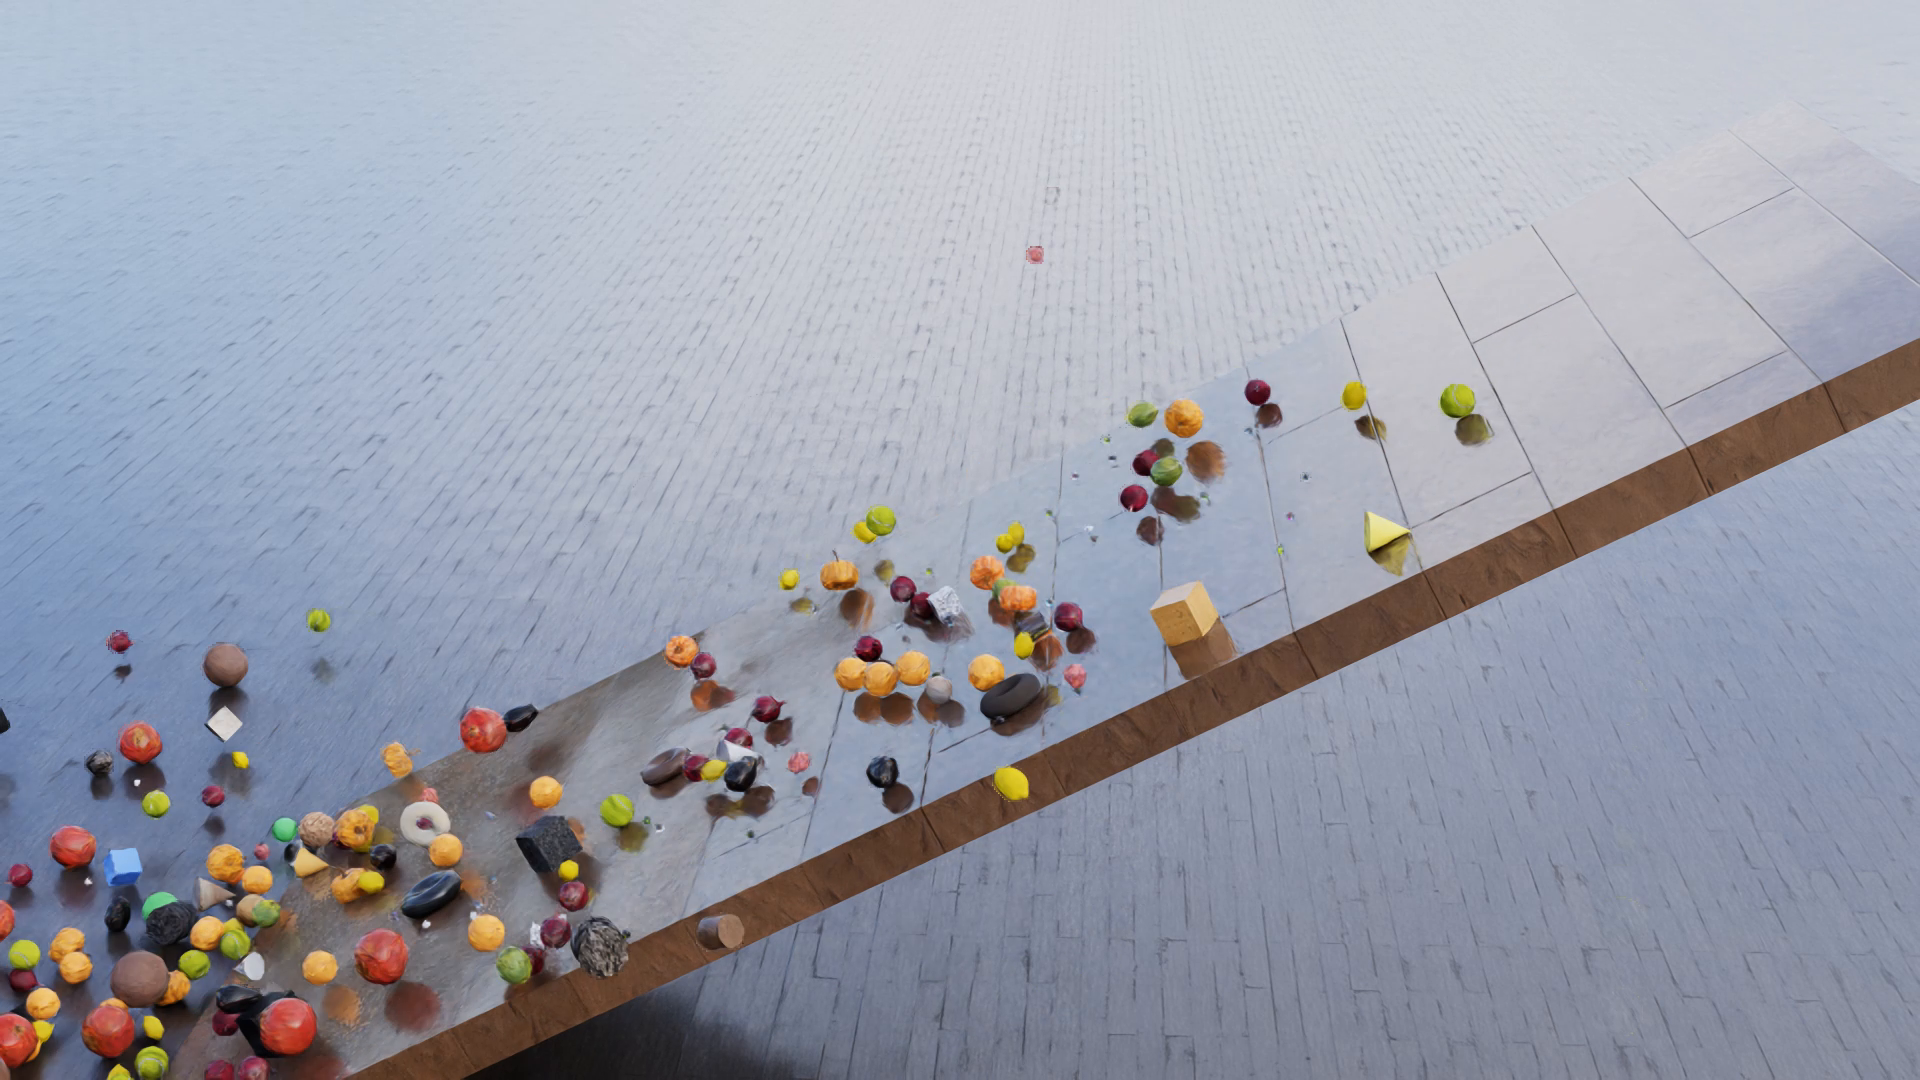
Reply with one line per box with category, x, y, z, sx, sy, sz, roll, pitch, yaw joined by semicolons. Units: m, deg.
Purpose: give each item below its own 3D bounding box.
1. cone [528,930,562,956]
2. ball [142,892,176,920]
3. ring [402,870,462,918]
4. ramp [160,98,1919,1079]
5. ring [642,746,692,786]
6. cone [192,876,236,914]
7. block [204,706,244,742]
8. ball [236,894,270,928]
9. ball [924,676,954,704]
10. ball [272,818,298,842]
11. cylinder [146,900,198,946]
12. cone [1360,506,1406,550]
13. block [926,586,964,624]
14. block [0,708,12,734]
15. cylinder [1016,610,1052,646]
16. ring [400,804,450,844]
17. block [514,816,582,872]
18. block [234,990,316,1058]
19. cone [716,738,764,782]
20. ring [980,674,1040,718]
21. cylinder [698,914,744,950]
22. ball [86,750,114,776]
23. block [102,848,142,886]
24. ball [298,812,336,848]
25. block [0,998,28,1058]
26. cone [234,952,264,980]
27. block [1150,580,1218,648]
cone;-0.793;0.769;5.675;0.062;0.062;0.062;-30;22;-5
ball;-1.923;0.893;7.084;0.089;0.089;0.089;0;17;0
ring;-1.139;0.762;6.334;0.143;0.048;0.143;-28;14;8
ramp;0.140;0.167;6.281;4.000;0.100;2.000;-26;14;10
ring;-0.633;0.488;6.349;0.119;0.040;0.119;-26;15;8
cone;-1.809;0.864;7.156;0.095;0.095;0.095;2;15;-25
block;-2.055;0.515;8.211;0.071;0.071;0.071;-46;11;-20
ball;-1.659;0.870;6.900;0.077;0.077;0.077;0;17;0
ball;-0.042;0.299;5.838;0.056;0.056;0.056;0;17;0
ball;-1.733;0.745;7.552;0.063;0.063;0.063;0;17;0
cylinder;-1.871;0.909;6.980;0.090;0.090;0.090;3;3;10
cone;0.786;-0.016;5.393;0.080;0.080;0.080;9;16;-11
block;-0.032;0.140;6.391;0.055;0.055;0.055;-30;14;-8
block;-2.710;0.503;8.153;0.091;0.091;0.091;2;33;43
cylinder;0.149;0.178;5.903;0.054;0.054;0.054;-29;20;0
ring;-1.211;0.643;6.656;0.113;0.113;0.038;-4;43;-14
block;-0.863;0.636;6.168;0.085;0.085;0.085;-37;16;-32
block;-1.382;0.978;5.937;0.094;0.094;0.094;-13;21;47
cone;-0.449;0.453;6.114;0.089;0.089;0.089;-5;18;-22
ring;0.096;0.297;5.606;0.125;0.042;0.125;-28;13;7
cylinder;-0.429;0.702;5.268;0.060;0.060;0.060;-16;1;-42
ball;-2.351;0.609;8.039;0.070;0.070;0.070;0;17;0
block;-2.084;0.814;7.318;0.066;0.066;0.066;-2;58;-37
ball;-1.573;0.709;7.193;0.087;0.087;0.087;0;17;0
block;-2.128;1.074;6.489;0.092;0.092;0.092;6;18;18
cone;-1.570;0.939;6.454;0.061;0.061;0.061;-12;9;30
block;0.417;0.137;5.472;0.080;0.080;0.080;-19;17;34
